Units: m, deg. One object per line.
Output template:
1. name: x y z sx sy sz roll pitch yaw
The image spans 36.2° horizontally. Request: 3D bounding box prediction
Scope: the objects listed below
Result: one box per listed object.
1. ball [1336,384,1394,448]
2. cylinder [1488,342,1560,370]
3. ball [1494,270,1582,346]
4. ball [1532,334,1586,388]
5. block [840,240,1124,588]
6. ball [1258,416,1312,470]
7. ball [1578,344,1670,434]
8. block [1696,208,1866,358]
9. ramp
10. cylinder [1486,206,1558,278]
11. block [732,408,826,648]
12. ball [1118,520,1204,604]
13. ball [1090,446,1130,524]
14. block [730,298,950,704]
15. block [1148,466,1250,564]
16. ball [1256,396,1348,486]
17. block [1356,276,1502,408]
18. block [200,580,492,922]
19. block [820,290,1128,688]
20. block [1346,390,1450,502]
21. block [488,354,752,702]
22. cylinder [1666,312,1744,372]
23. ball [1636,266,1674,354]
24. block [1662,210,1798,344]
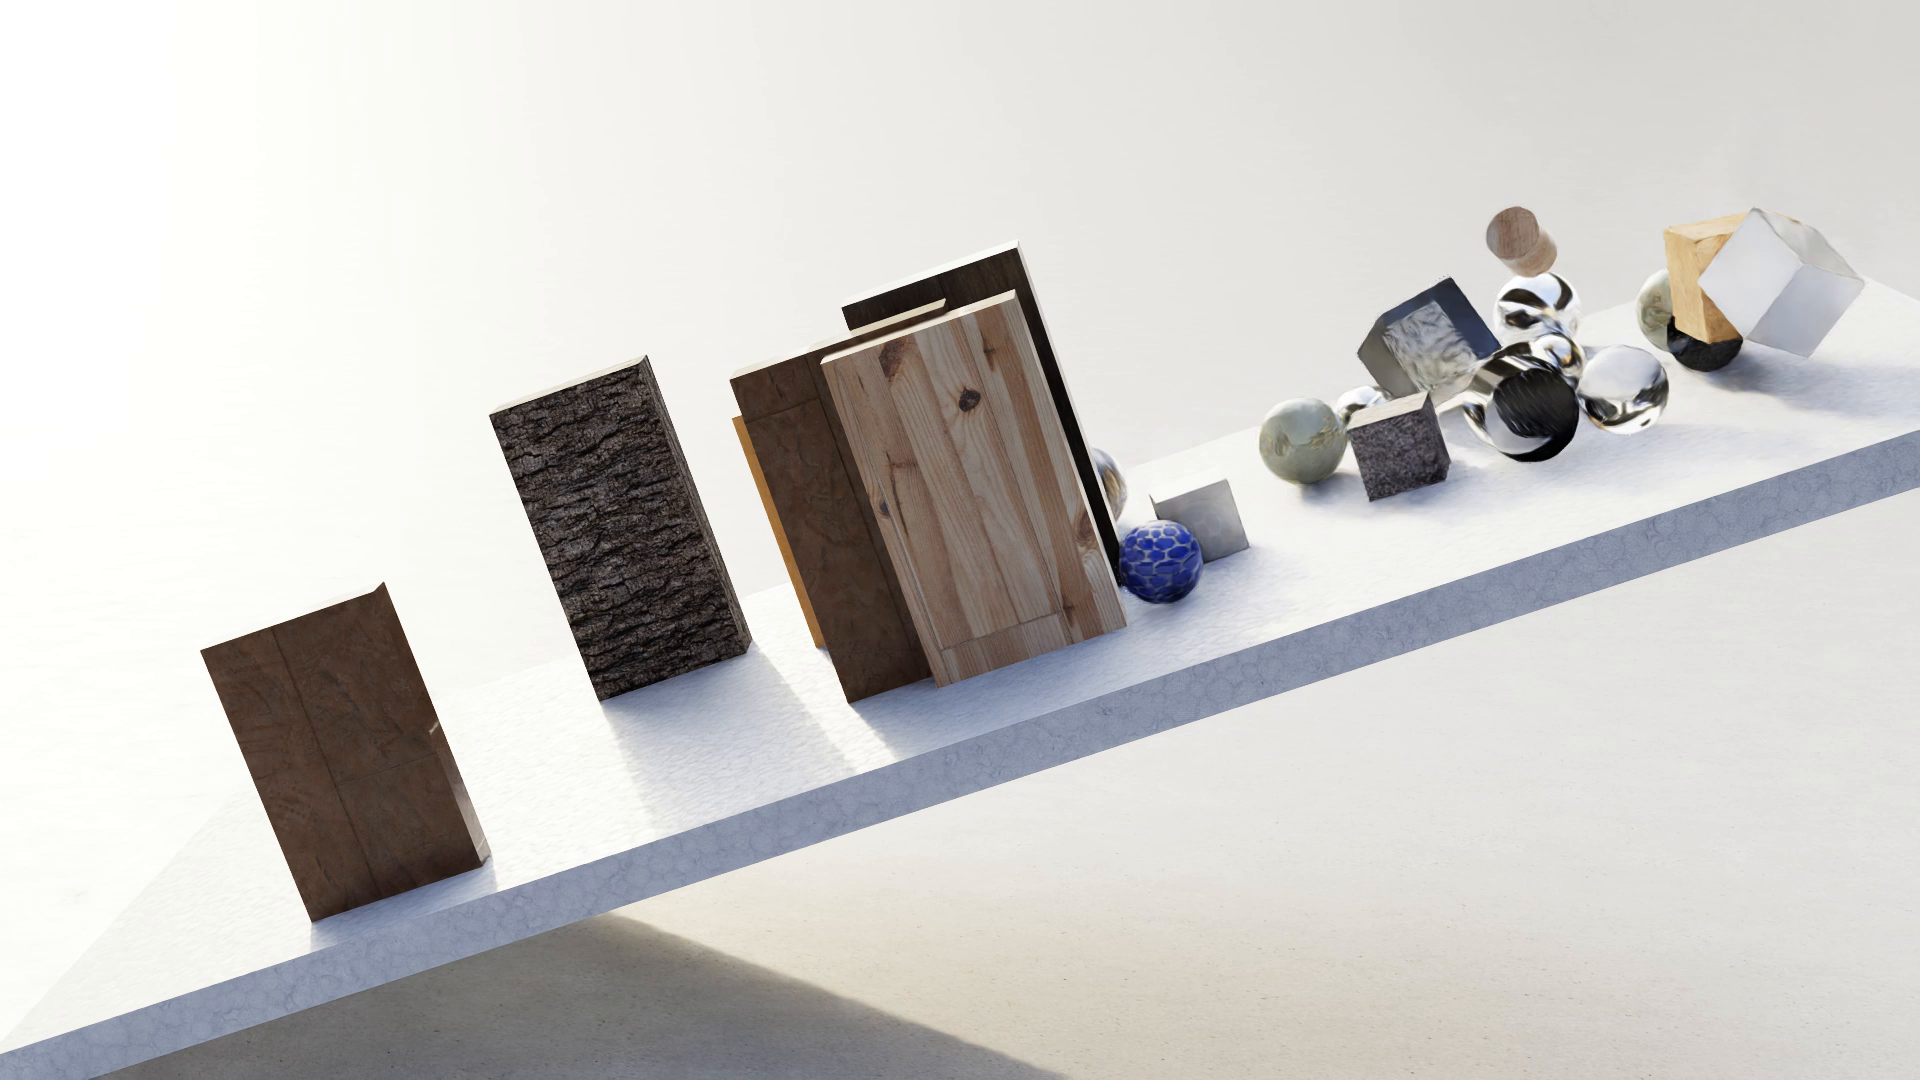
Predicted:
1. ball: 0.889 -0.265 6.417 0.146 0.146 0.146 0 12 0
2. cylinder: 1.186 -0.320 6.172 0.164 0.164 0.164 2 14 7
3. ball: 1.337 -0.524 6.809 0.202 0.202 0.202 0 12 0
4. ball: 1.283 -0.375 6.346 0.137 0.137 0.137 0 12 0
5. block: 0.059 -0.207 6.079 0.377 0.733 0.147 -18 11 6
6. ball: 0.728 -0.216 6.578 0.119 0.119 0.119 0 12 0
7. ball: 1.309 -0.296 5.805 0.177 0.177 0.177 0 12 0
8. block: 1.568 -0.491 5.619 0.182 0.182 0.182 11 35 -33
9. ramp: 0.109 0.179 6.303 4.000 0.100 2.000 -18 11 6
10. cylinder: 1.186 -0.628 6.208 0.117 0.117 0.117 8 -11 34
11. block: -0.261 -0.074 6.484 0.308 0.543 0.118 -18 11 6
12. ball: 0.394 0.043 5.770 0.167 0.167 0.167 0 12 0
13. ball: 0.276 -0.108 6.604 0.207 0.207 0.207 0 12 0
14. block: -0.127 -0.075 5.858 0.445 0.694 0.119 -18 11 6
15. block: 0.492 -0.043 6.058 0.153 0.153 0.153 -19 11 1
16. ball: 0.739 -0.214 6.355 0.194 0.194 0.194 0 12 0
17. block: 1.049 -0.424 6.586 0.201 0.201 0.201 -29 -14 -18
18. block: -1.175 0.408 5.642 0.356 0.572 0.090 -18 11 6
19. block: 0.032 -0.098 5.738 0.391 0.679 0.131 -18 11 6
20. block: 0.905 -0.194 6.061 0.159 0.159 0.159 -16 11 18
21. block: -0.770 -0.026 6.711 0.361 0.704 0.139 -18 11 6
22. cylinder: 1.560 -0.443 6.135 0.155 0.155 0.155 4 17 18
23. ball: 1.551 -0.496 6.315 0.196 0.196 0.196 0 12 0
24. block: 1.558 -0.531 5.907 0.210 0.210 0.210 -11 13 -1
